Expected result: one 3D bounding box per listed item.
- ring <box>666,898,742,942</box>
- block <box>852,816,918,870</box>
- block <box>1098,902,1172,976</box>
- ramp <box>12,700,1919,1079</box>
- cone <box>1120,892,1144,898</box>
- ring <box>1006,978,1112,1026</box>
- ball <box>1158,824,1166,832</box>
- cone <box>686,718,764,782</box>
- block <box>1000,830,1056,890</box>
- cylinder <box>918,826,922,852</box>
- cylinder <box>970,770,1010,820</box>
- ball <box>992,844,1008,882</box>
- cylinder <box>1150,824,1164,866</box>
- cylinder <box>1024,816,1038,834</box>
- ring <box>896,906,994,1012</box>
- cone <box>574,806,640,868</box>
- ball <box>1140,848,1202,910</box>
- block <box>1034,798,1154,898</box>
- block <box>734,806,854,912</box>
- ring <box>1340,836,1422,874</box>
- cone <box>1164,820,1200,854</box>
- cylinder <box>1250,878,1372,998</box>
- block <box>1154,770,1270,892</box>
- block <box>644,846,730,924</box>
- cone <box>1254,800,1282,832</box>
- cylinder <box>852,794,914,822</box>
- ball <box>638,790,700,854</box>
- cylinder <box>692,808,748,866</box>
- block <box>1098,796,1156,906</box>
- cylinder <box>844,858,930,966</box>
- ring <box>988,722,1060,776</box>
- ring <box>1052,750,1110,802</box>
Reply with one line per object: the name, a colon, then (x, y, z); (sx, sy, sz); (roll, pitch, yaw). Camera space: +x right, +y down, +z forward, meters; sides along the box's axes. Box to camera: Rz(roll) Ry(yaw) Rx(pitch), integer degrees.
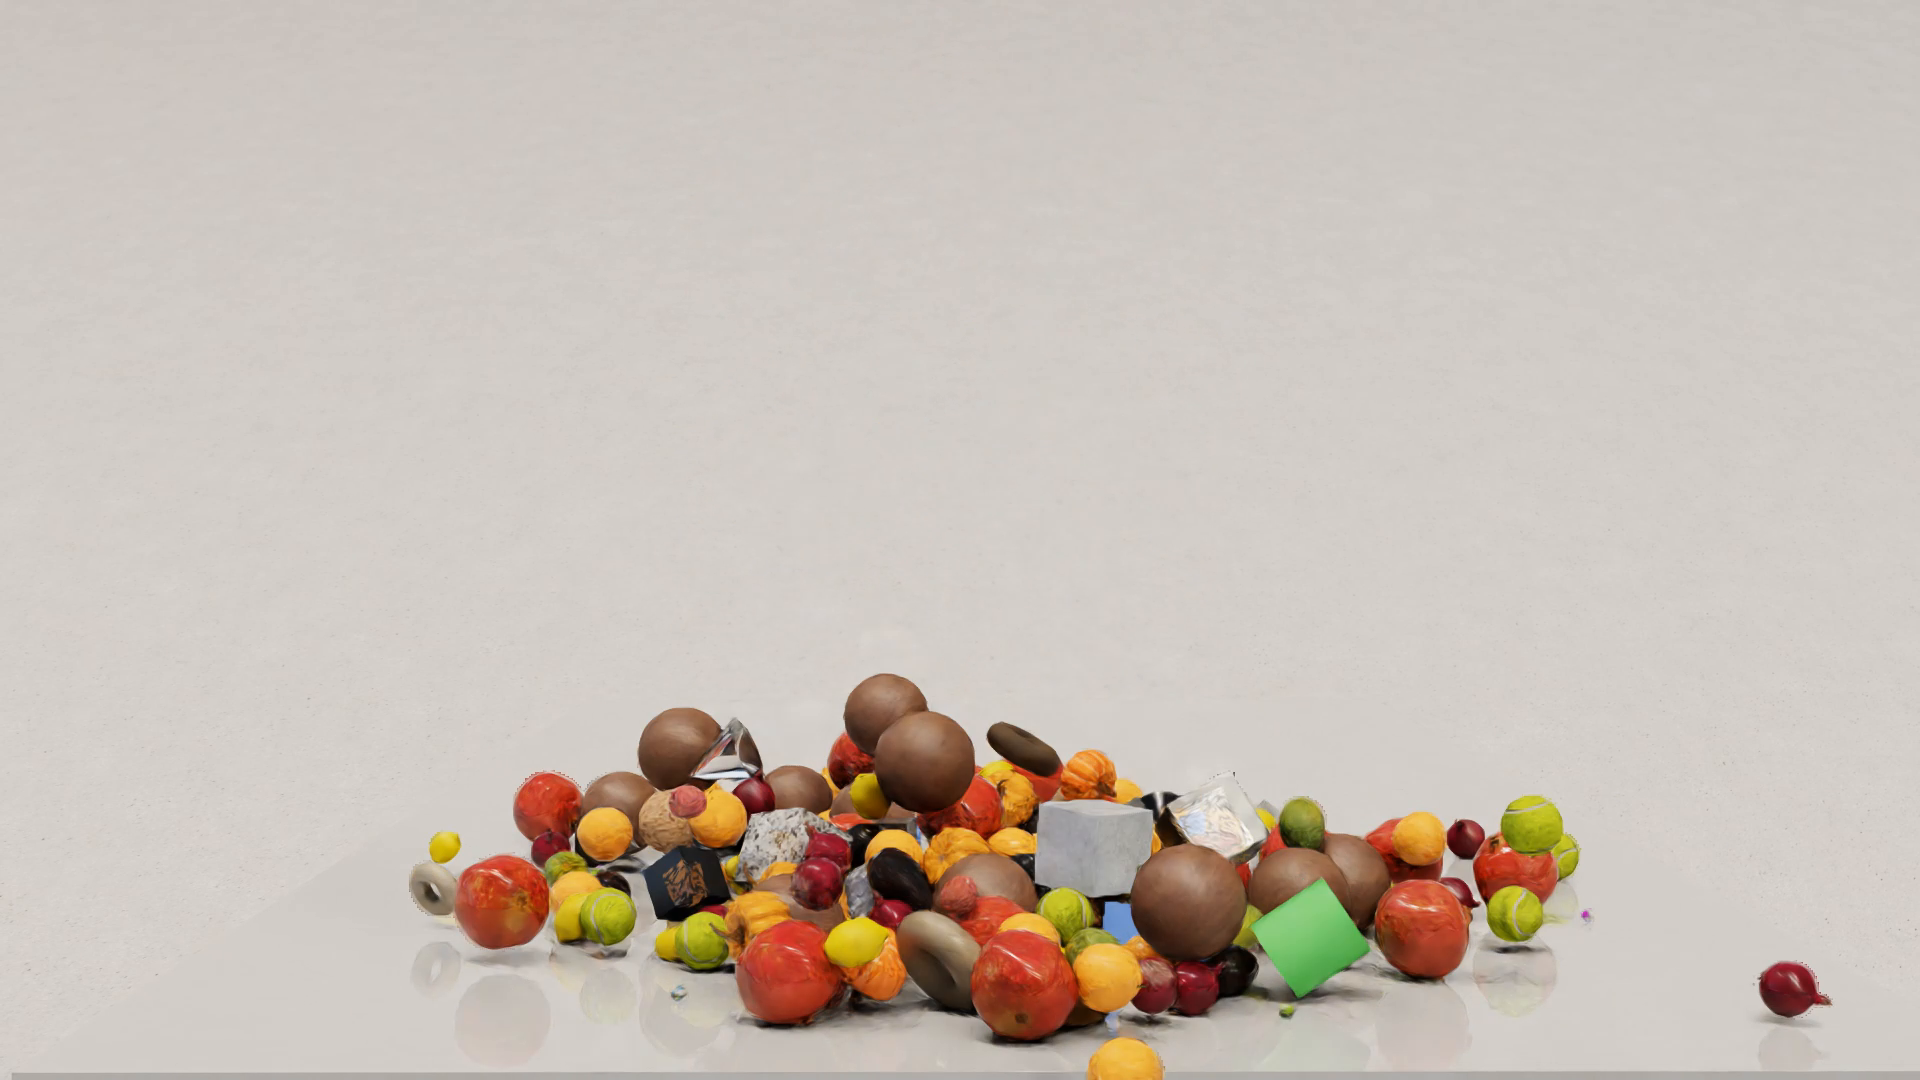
ring: (-0.324, 0.481, 3.268); (0.099, 0.033, 0.099); (-15, 9, 2)
block: (-0.110, 0.450, 3.761); (0.081, 0.081, 0.081); (0, 1, 10)
block: (0.206, 0.468, 3.028); (0.066, 0.066, 0.066); (2, 67, 19)
ramp: (0.057, 0.517, 4.557); (2.000, 0.100, 4.000); (0, 2, 0)
cone: (0.259, 0.477, 3.578); (0.086, 0.086, 0.086); (27, 27, 0)
ring: (0.107, 0.501, 2.798); (0.116, 0.039, 0.116); (2, 0, 0)
ball: (0.271, 0.451, 3.783); (0.078, 0.078, 0.078); (0, 25, 0)
cone: (-0.339, 0.311, 3.584); (0.097, 0.097, 0.097); (-25, 23, 11)
block: (0.100, 0.416, 3.352); (0.066, 0.066, 0.066); (13, -8, -22)
cylinder: (-0.092, 0.459, 3.959); (0.052, 0.052, 0.052); (1, 23, -20)
cylinder: (0.051, 0.421, 4.261); (0.066, 0.066, 0.066); (-1, 65, 1)
ball: (0.072, 0.465, 3.716); (0.054, 0.054, 0.054); (0, 25, 0)
cylinder: (0.208, 0.396, 3.329); (0.087, 0.087, 0.087); (-7, -4, -15)
cylinder: (0.135, 0.444, 3.830); (0.063, 0.063, 0.063); (44, 43, 21)
ring: (-0.017, 0.464, 2.843); (0.130, 0.130, 0.043); (21, 34, 38)
cone: (-0.503, 0.446, 3.802); (0.093, 0.093, 0.093); (6, 23, 41)
ball: (0.270, 0.432, 3.322); (0.088, 0.088, 0.088); (0, 25, 0)
block: (0.159, 0.365, 3.059); (0.096, 0.096, 0.096); (1, 3, -43)
block: (-0.210, 0.403, 3.253); (0.094, 0.094, 0.094); (-13, 53, 41)
ring: (0.621, 0.465, 3.806); (0.122, 0.041, 0.122); (6, 1, 0)
cone: (0.312, 0.421, 3.509); (0.060, 0.060, 0.060); (-12, 63, -25)
cylinder: (0.396, 0.448, 2.906); (0.098, 0.098, 0.098); (-34, 28, 3)
block: (0.315, 0.365, 3.230); (0.094, 0.094, 0.094); (-26, 71, -17)
block: (-0.339, 0.428, 3.199); (0.067, 0.067, 0.067); (17, 44, -50)
cone: (0.484, 0.427, 4.092); (0.052, 0.052, 0.052); (-6, 49, 7)
cylinder: (-0.121, 0.443, 4.059); (0.078, 0.078, 0.078); (-10, 5, -20)
ball: (-0.402, 0.389, 3.563); (0.087, 0.087, 0.087); (0, 25, 0)
cylinder: (-0.317, 0.397, 3.444); (0.057, 0.057, 0.057); (36, 7, -31)
block: (0.218, 0.418, 3.469); (0.094, 0.094, 0.094); (-35, -2, 20)
cylinder: (-0.083, 0.444, 3.078); (0.096, 0.096, 0.096); (-6, 56, -12)
ring: (0.095, 0.313, 3.858); (0.120, 0.040, 0.120); (30, 5, -3)
ring: (0.156, 0.336, 3.424); (0.043, 0.130, 0.130); (30, 32, 9)
